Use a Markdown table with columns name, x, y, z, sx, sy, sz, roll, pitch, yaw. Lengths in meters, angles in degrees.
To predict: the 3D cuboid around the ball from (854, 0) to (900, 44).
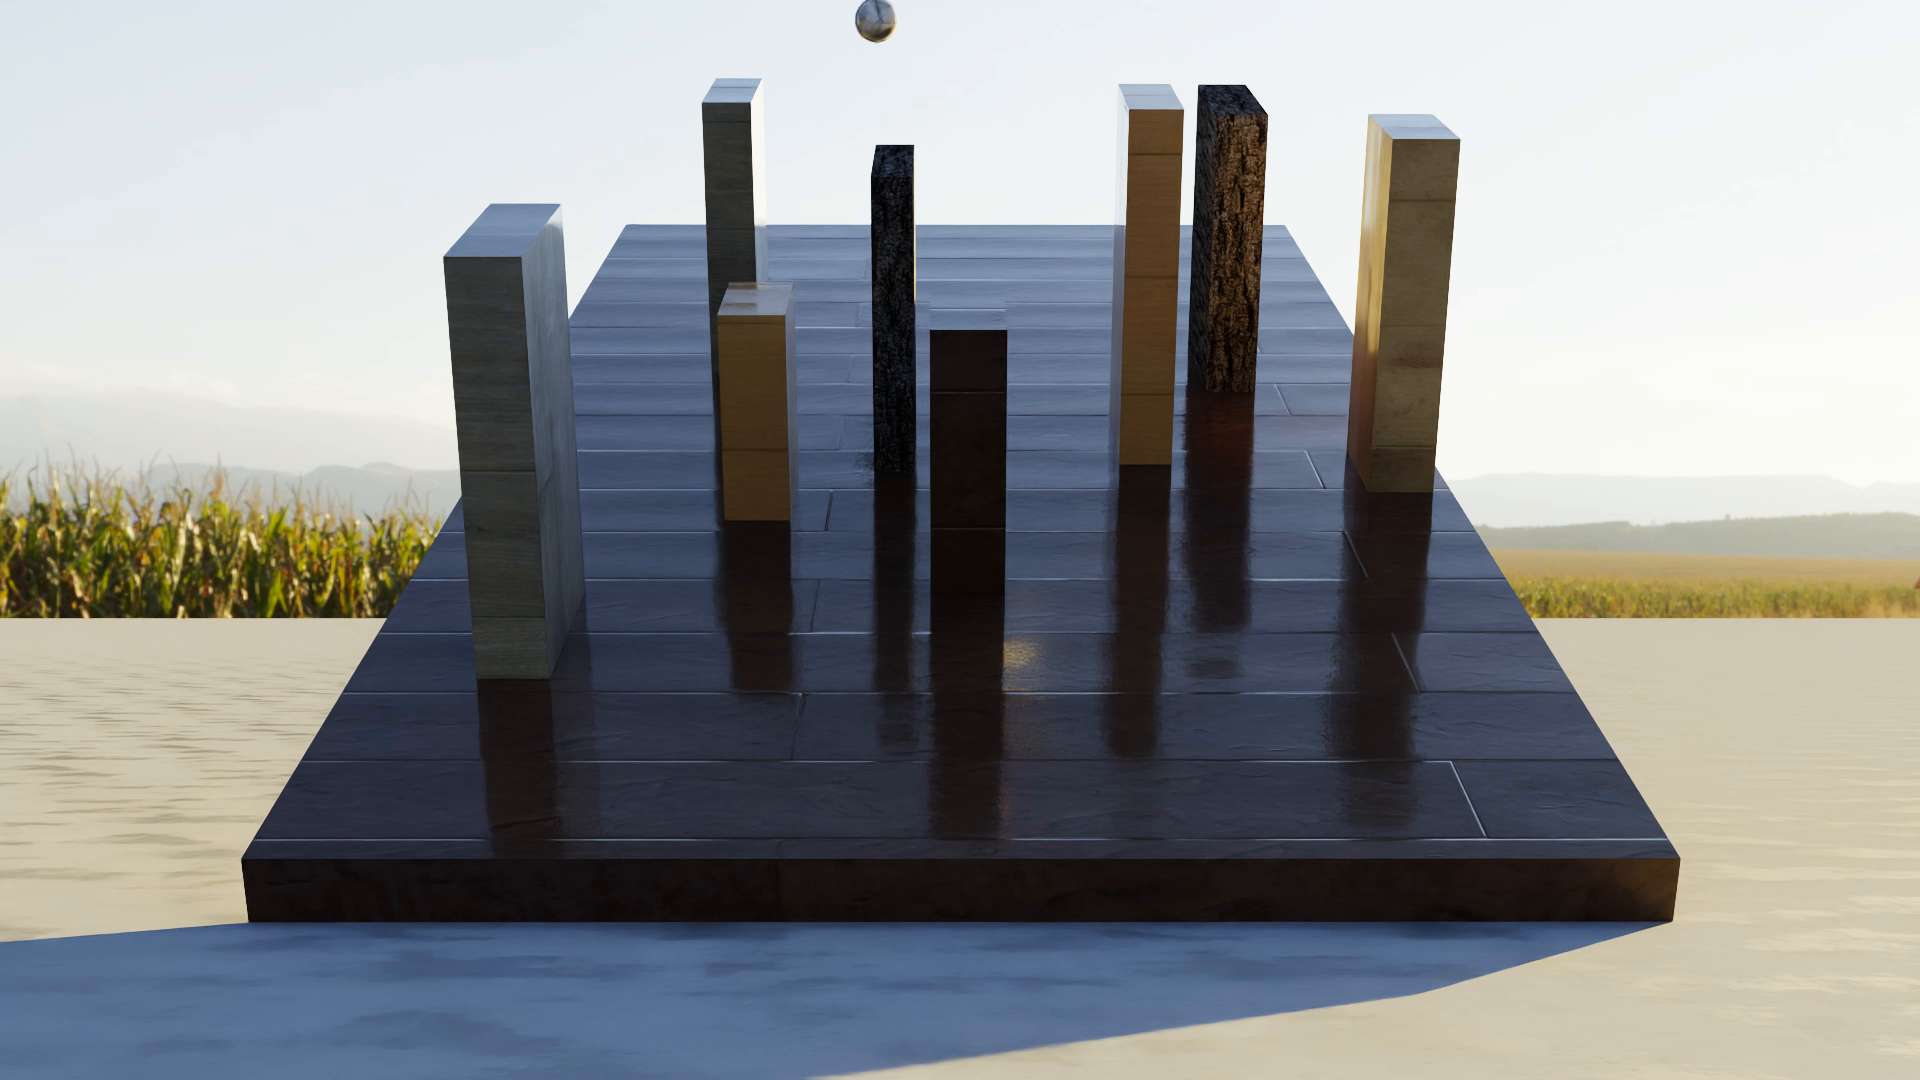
| name | x | y | z | sx | sy | sz | roll | pitch | yaw |
| --- | --- | --- | --- | --- | --- | --- | --- | --- | --- |
| ball | -0.243 | -1.517 | 6.635 | 0.130 | 0.130 | 0.130 | 0 | -2 | 0 |

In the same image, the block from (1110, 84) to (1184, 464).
| name | x | y | z | sx | sy | sz | roll | pitch | yaw |
| --- | --- | --- | --- | --- | --- | --- | --- | --- | --- |
| block | 0.389 | -0.561 | 4.784 | 0.110 | 0.742 | 0.313 | 0 | 21 | 0 |

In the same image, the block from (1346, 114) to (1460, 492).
| name | x | y | z | sx | sy | sz | roll | pitch | yaw |
| --- | --- | --- | --- | --- | --- | --- | --- | --- | --- |
| block | 0.892 | -0.480 | 4.606 | 0.131 | 0.717 | 0.274 | 0 | 21 | 0 |

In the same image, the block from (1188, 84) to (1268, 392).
| name | x | y | z | sx | sy | sz | roll | pitch | yaw |
| --- | --- | --- | --- | --- | --- | --- | --- | --- | --- |
| block | 0.625 | -0.715 | 5.345 | 0.114 | 0.639 | 0.420 | 0 | 21 | 0 |

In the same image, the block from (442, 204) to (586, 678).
| name | x | y | z | sx | sy | sz | roll | pitch | yaw |
| --- | --- | --- | --- | --- | --- | --- | --- | --- | --- |
| block | -0.733 | -0.171 | 3.788 | 0.120 | 0.706 | 0.387 | 0 | 21 | 0 |

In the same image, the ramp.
| name | x | y | z | sx | sy | sz | roll | pitch | yaw |
| --- | --- | --- | --- | --- | --- | --- | --- | --- | --- |
| ramp | -0.005 | -0.211 | 5.049 | 2.000 | 0.100 | 4.000 | 0 | 21 | 0 |

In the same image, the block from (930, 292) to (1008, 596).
| name | x | y | z | sx | sy | sz | roll | pitch | yaw |
| --- | --- | --- | --- | --- | --- | --- | --- | --- | --- |
| block | 0.014 | -0.177 | 4.113 | 0.133 | 0.492 | 0.263 | 0 | 21 | 0 |

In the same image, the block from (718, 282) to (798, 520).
| name | x | y | z | sx | sy | sz | roll | pitch | yaw |
| --- | --- | --- | --- | --- | --- | --- | --- | --- | --- |
| block | -0.396 | -0.277 | 4.491 | 0.129 | 0.413 | 0.257 | 0 | 21 | 0 |

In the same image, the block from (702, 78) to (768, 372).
| name | x | y | z | sx | sy | sz | roll | pitch | yaw |
| --- | --- | --- | --- | --- | --- | --- | --- | --- | --- |
| block | -0.535 | -0.760 | 5.463 | 0.113 | 0.638 | 0.345 | 0 | 21 | 0 |

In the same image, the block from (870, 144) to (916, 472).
| name | x | y | z | sx | sy | sz | roll | pitch | yaw |
| --- | --- | --- | --- | --- | --- | --- | --- | --- | --- |
| block | -0.137 | -0.490 | 4.771 | 0.083 | 0.617 | 0.340 | 0 | 21 | 0 |
